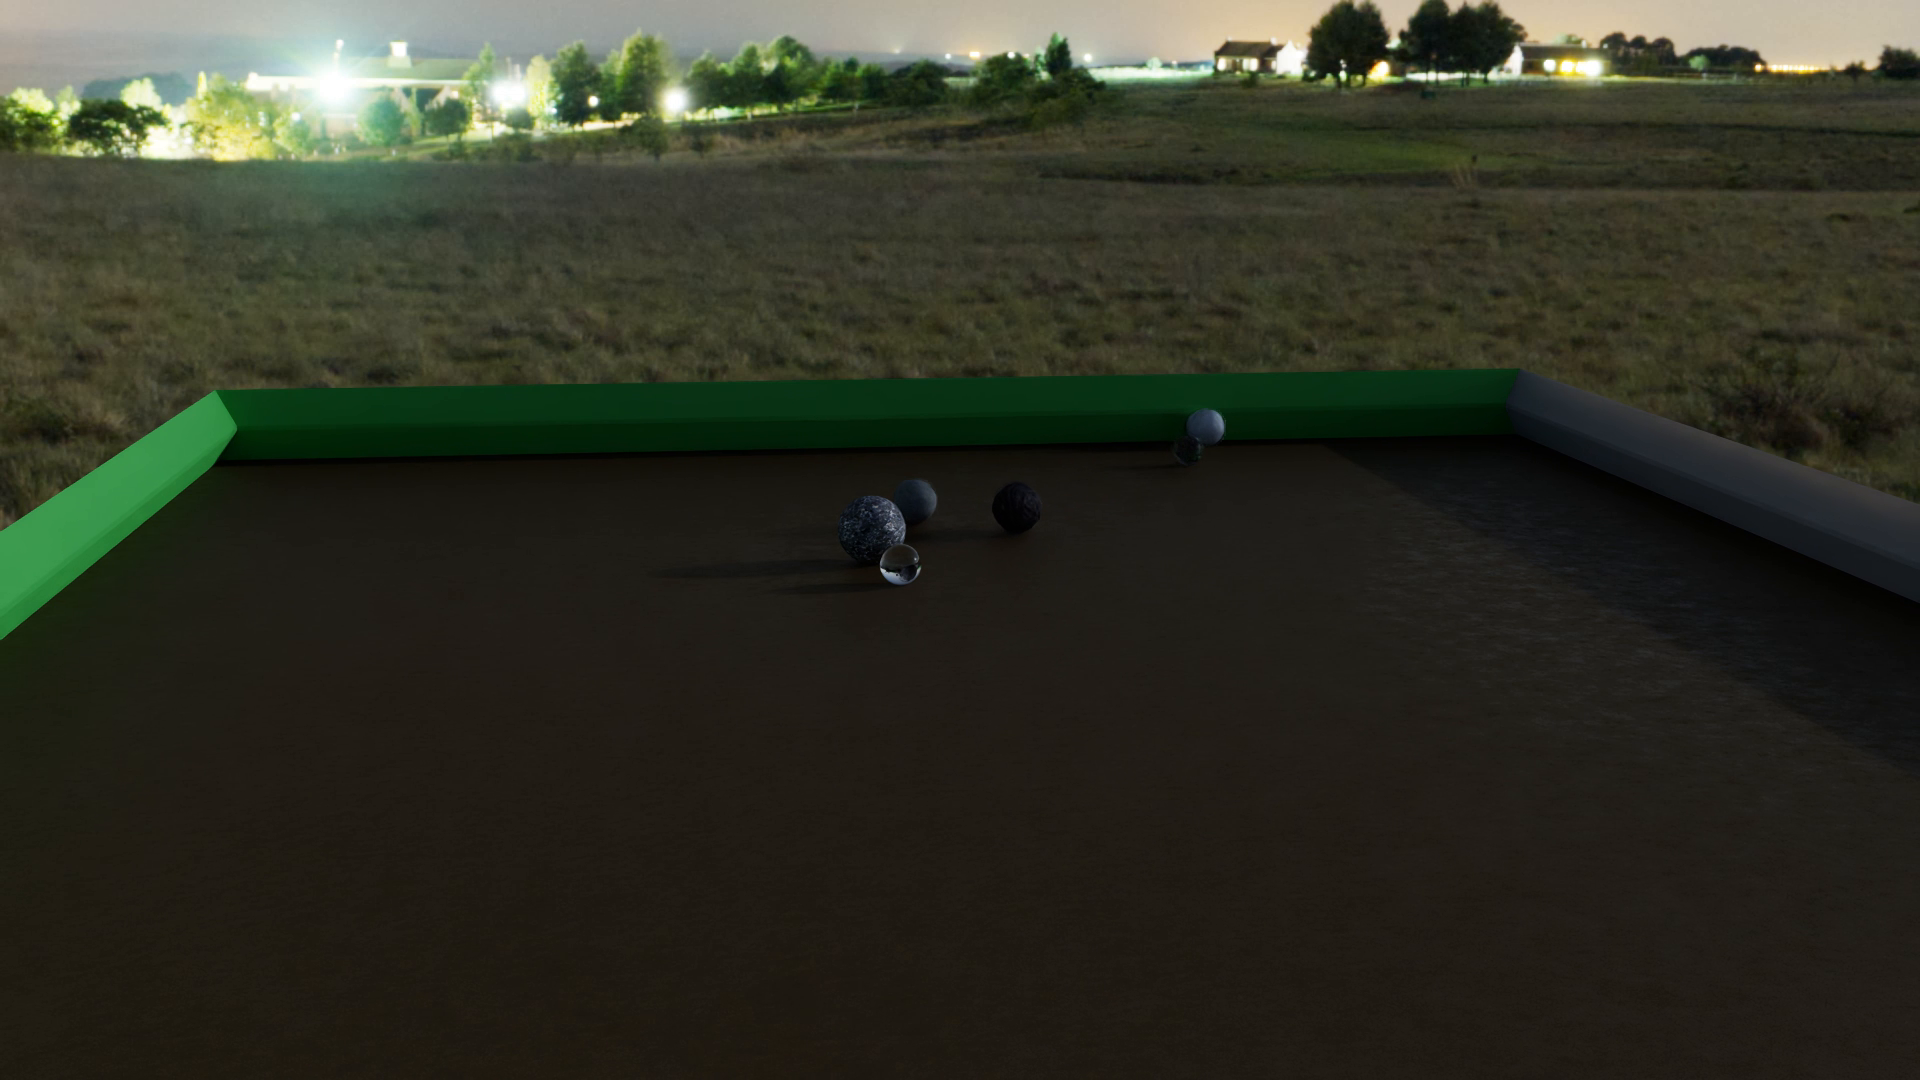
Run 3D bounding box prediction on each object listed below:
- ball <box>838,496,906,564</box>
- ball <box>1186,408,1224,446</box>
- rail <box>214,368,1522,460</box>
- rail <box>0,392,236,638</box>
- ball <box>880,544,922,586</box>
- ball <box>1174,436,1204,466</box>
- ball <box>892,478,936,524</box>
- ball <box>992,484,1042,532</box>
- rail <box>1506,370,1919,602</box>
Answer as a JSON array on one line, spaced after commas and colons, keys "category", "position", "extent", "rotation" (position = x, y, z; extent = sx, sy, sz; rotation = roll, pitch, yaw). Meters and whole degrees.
[{"category": "ball", "position": [-0.128, -0.015, 3.192], "extent": [0.099, 0.099, 0.099], "rotation": [0, 12, 0]}, {"category": "ball", "position": [0.471, -0.216, 4.220], "extent": [0.073, 0.073, 0.073], "rotation": [0, 12, 0]}, {"category": "rail", "position": [-0.129, -0.239, 4.190], "extent": [2.503, 0.129, 0.045], "rotation": [-1, 12, -7]}, {"category": "rail", "position": [-1.086, 0.217, 1.997], "extent": [0.045, 0.129, 4.256], "rotation": [-1, 12, -7]}, {"category": "ball", "position": [-0.082, 0.034, 3.056], "extent": [0.058, 0.058, 0.058], "rotation": [0, 12, 0]}, {"category": "ball", "position": [0.417, -0.163, 4.012], "extent": [0.056, 0.056, 0.056], "rotation": [0, 12, 0]}, {"category": "ball", "position": [-0.072, -0.061, 3.482], "extent": [0.071, 0.071, 0.071], "rotation": [0, 12, 0]}, {"category": "ball", "position": [0.089, -0.050, 3.414], "extent": [0.077, 0.077, 0.077], "rotation": [0, 12, 0]}, {"category": "rail", "position": [1.350, 0.155, 2.295], "extent": [0.045, 0.129, 4.256], "rotation": [-1, 12, -7]}]
